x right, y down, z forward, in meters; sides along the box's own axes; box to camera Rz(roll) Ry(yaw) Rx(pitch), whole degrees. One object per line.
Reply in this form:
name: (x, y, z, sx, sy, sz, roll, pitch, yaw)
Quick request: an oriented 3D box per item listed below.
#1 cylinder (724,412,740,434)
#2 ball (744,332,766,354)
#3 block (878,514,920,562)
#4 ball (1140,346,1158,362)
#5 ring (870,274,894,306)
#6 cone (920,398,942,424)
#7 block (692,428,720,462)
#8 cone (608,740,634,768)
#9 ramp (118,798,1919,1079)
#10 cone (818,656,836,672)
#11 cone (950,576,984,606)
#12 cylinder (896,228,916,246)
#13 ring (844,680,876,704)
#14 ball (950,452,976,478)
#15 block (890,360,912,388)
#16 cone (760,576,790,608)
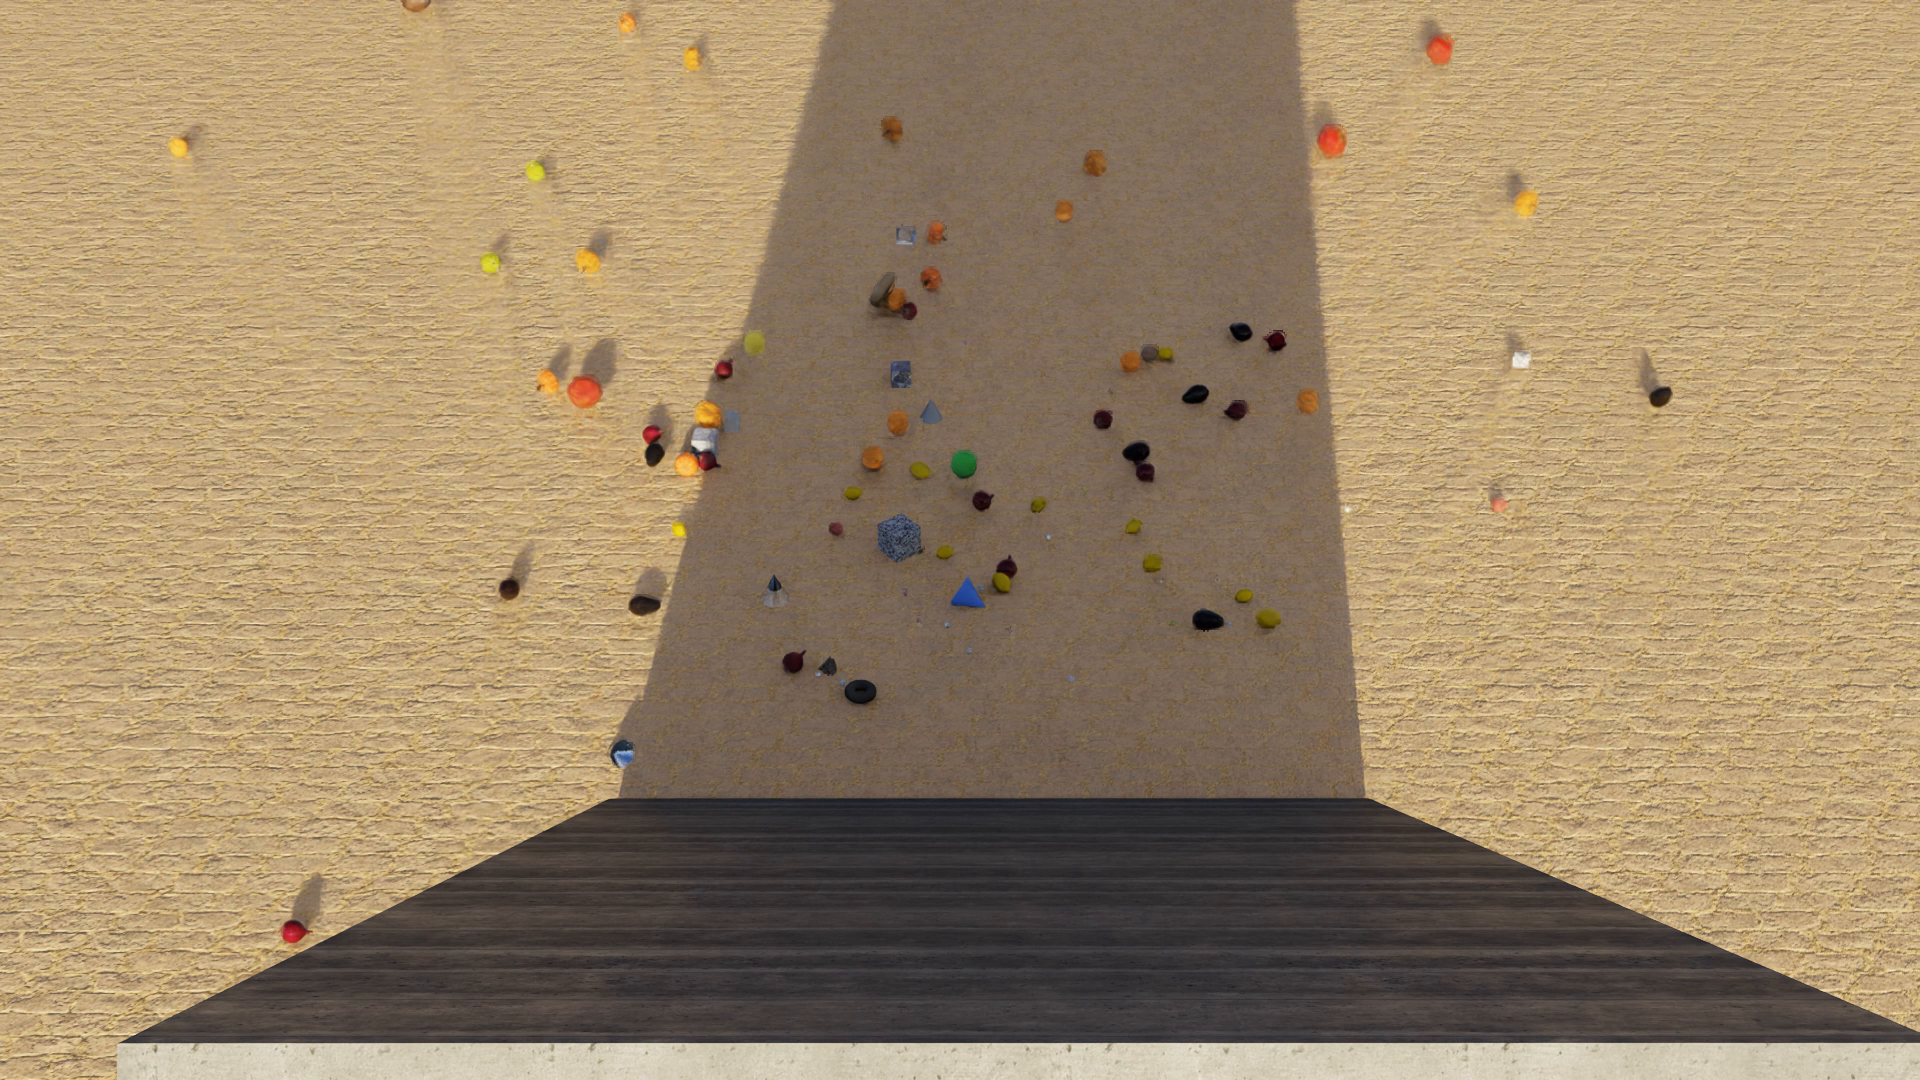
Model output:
cylinder: (-0.740, -0.383, 8.445, 0.053, 0.053, 0.053, 0, 35, 0)
ball: (-0.698, -0.668, 8.830, 0.075, 0.075, 0.075, 0, 35, 0)
block: (-0.184, -0.006, 7.875, 0.093, 0.093, 0.093, -25, 42, -31)
ball: (0.641, -0.630, 8.793, 0.056, 0.056, 0.056, 0, 35, 0)
ring: (-0.272, -0.877, 9.095, 0.042, 0.126, 0.126, 34, 38, -5)
cone: (-0.095, -0.430, 8.493, 0.074, 0.074, 0.074, 0, 35, 0)
block: (-0.815, -0.306, 8.316, 0.074, 0.074, 0.074, 3, 35, 4)
cone: (-0.943, 0.582, 7.091, 0.073, 0.073, 0.073, -32, 20, -37)
ramp: (0.077, 0.665, 4.840, 2.000, 0.100, 4.000, 0, -2, 0)
cone: (-0.387, 0.363, 7.410, 0.050, 0.050, 0.050, -24, 25, 28)
cone: (0.037, 0.172, 7.664, 0.096, 0.096, 0.096, 33, 39, -3)
cylinder: (-0.197, -1.105, 9.465, 0.059, 0.059, 0.059, 10, 36, 14)
ring: (-0.280, 0.426, 7.314, 0.091, 0.030, 0.091, 1, 34, -1)
ball: (0.012, -0.236, 8.210, 0.082, 0.082, 0.082, 0, 35, 0)
block: (-0.197, -0.553, 8.675, 0.065, 0.065, 0.065, -2, 35, -3)
cone: (-0.548, 0.137, 7.674, 0.089, 0.089, 0.089, 0, 35, 0)
